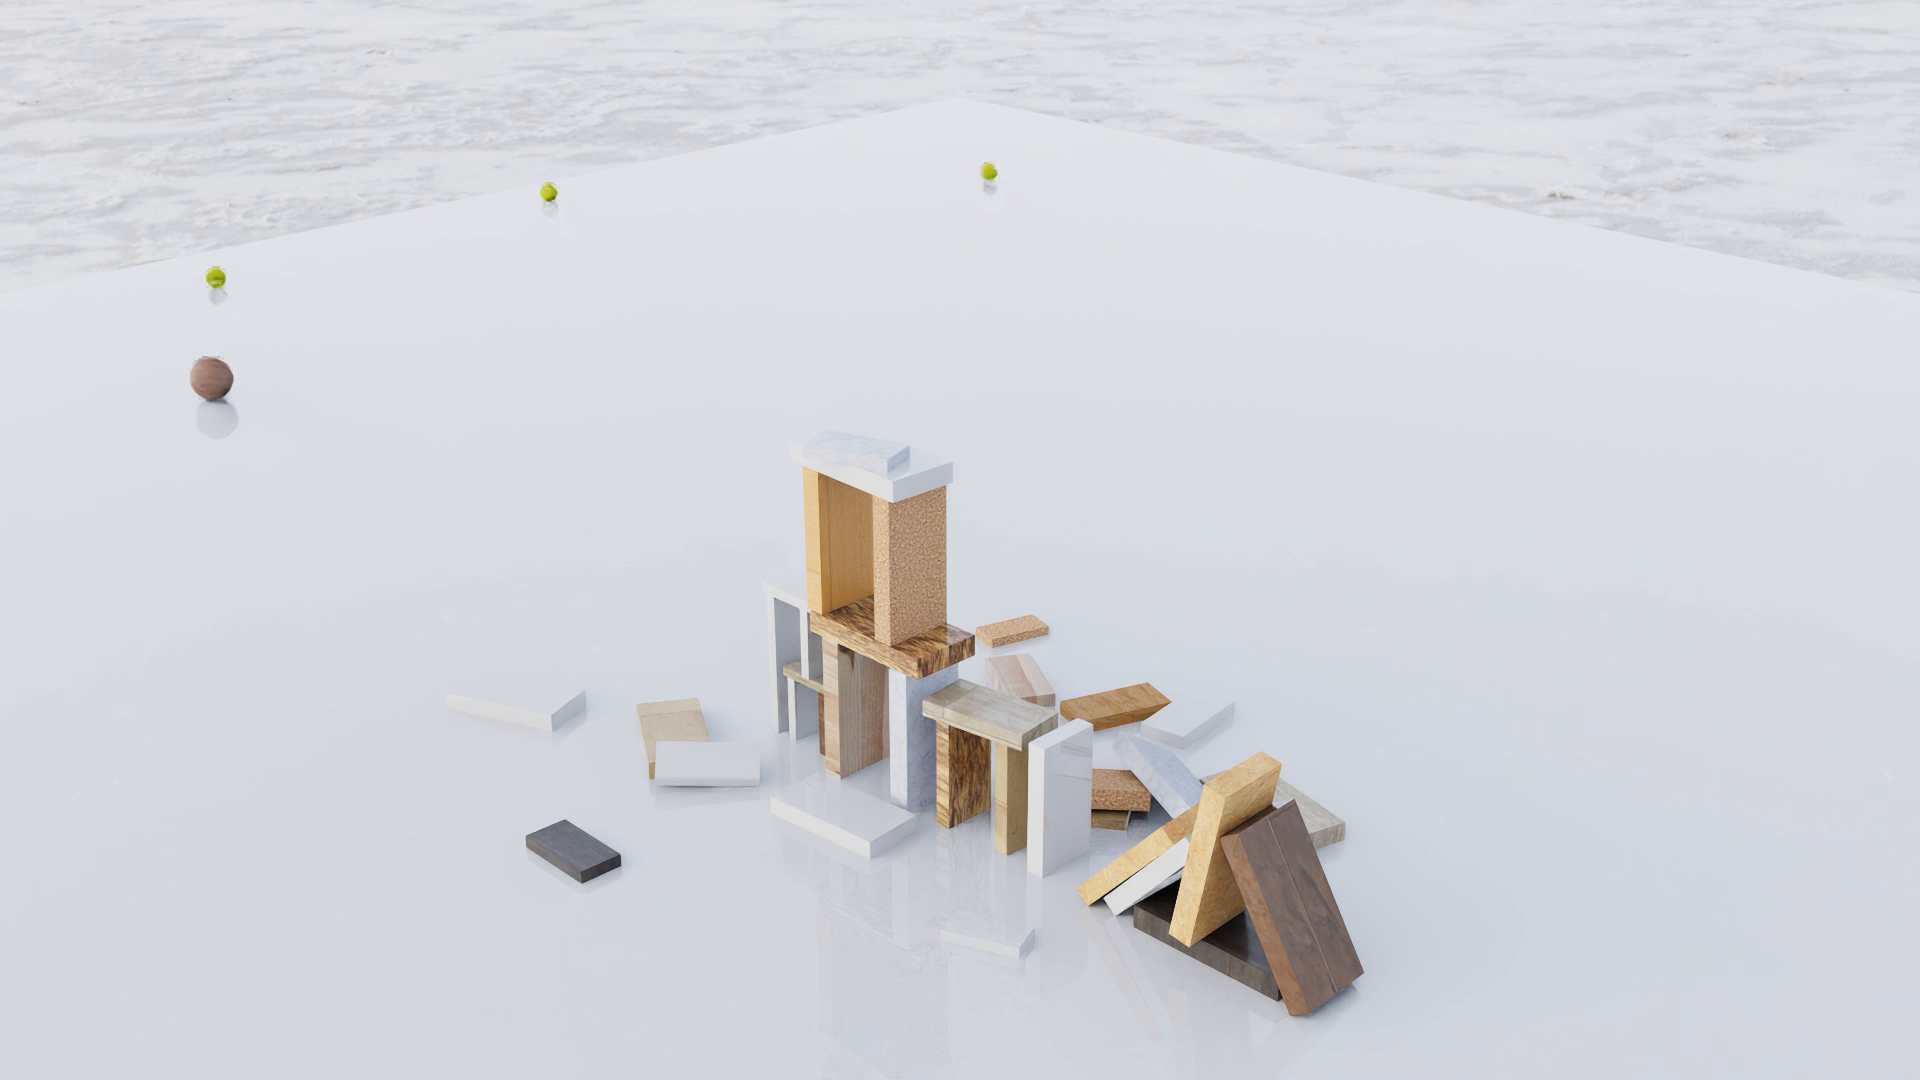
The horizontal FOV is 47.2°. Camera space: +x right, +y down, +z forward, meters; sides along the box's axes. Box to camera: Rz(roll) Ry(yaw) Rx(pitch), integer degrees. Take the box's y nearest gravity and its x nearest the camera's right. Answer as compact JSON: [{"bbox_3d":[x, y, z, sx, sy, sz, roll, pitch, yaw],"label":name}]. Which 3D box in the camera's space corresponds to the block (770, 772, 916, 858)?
[{"bbox_3d":[-0.235,0.550,4.414,0.274,0.039,0.137,19,29,37],"label":"block"}]

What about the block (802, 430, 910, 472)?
[{"bbox_3d":[-0.202,-0.174,4.292,0.187,0.027,0.094,11,26,24],"label":"block"}]

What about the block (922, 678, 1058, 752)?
[{"bbox_3d":[0.059,0.340,4.299,0.241,0.034,0.121,17,28,34],"label":"block"}]

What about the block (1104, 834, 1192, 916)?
[{"bbox_3d":[0.394,0.596,4.055,0.140,0.280,0.040,-22,73,-41],"label":"block"}]

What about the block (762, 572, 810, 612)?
[{"bbox_3d":[-0.336,0.111,4.637,0.158,0.022,0.079,21,31,41],"label":"block"}]

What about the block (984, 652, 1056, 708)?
[{"bbox_3d":[0.135,0.320,4.969,0.107,0.030,0.213,-6,24,-13],"label":"block"}]

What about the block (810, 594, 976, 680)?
[{"bbox_3d":[-0.138,0.188,4.447,0.159,0.045,0.318,-21,31,-40],"label":"block"}]

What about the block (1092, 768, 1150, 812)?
[{"bbox_3d":[0.238,0.503,4.467,0.289,0.041,0.144,3,11,1],"label":"block"}]

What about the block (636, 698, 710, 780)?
[{"bbox_3d":[-0.612,0.423,4.715,0.137,0.039,0.274,-5,24,-12],"label":"block"}]

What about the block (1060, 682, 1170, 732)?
[{"bbox_3d":[0.344,0.370,4.851,0.222,0.030,0.107,-10,25,-23],"label":"block"}]

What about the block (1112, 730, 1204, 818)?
[{"bbox_3d":[0.443,0.508,4.423,0.144,0.041,0.376,25,11,-28],"label":"block"}]

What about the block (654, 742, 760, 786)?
[{"bbox_3d":[-0.523,0.465,4.567,0.215,0.027,0.094,2,47,-6],"label":"block"}]

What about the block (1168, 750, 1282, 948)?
[{"bbox_3d":[0.471,0.550,3.912,0.047,0.334,0.167,31,36,33],"label":"block"}]

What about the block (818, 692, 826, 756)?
[{"bbox_3d":[-0.266,0.380,4.678,0.021,0.147,0.073,21,31,41],"label":"block"}]

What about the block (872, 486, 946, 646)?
[{"bbox_3d":[-0.098,0.038,4.341,0.157,0.313,0.044,-21,31,-41],"label":"block"}]

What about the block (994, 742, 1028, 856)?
[{"bbox_3d":[0.126,0.487,4.305,0.121,0.241,0.034,-18,29,-36],"label":"block"}]

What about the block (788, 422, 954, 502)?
[{"bbox_3d":[-0.177,-0.157,4.342,0.157,0.044,0.313,-20,30,-39],"label":"block"}]

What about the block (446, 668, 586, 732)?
[{"bbox_3d":[-0.985,0.353,4.880,0.274,0.039,0.137,10,25,22],"label":"block"}]

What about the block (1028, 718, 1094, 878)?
[{"bbox_3d":[0.193,0.497,4.232,0.040,0.280,0.140,21,31,40],"label":"block"}]

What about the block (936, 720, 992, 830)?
[{"bbox_3d":[0.008,0.446,4.401,0.034,0.241,0.121,21,31,40],"label":"block"}]

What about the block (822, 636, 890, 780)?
[{"bbox_3d":[-0.209,0.325,4.589,0.045,0.318,0.159,21,31,40],"label":"block"}]

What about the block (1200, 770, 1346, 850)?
[{"bbox_3d":[0.626,0.542,4.432,0.144,0.041,0.289,-13,26,-28],"label":"block"}]

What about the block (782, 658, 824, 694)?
[{"bbox_3d":[-0.300,0.289,4.677,0.147,0.021,0.073,21,31,41],"label":"block"}]

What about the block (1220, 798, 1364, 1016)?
[{"bbox_3d":[0.582,0.641,3.852,0.167,0.334,0.047,-23,1,-42],"label":"block"}]

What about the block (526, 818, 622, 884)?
[{"bbox_3d":[-0.756,0.607,4.296,0.094,0.027,0.187,-21,31,-40],"label":"block"}]

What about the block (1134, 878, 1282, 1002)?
[{"bbox_3d":[0.498,0.718,4.007,0.167,0.047,0.334,-21,31,-40],"label":"block"}]

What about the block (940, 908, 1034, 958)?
[{"bbox_3d":[0.051,0.721,4.033,0.156,0.022,0.078,10,25,22],"label":"block"}]

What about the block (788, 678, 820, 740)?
[{"bbox_3d":[-0.335,0.353,4.741,0.021,0.147,0.073,21,31,41],"label":"block"}]

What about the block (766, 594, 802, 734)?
[{"bbox_3d":[-0.373,0.256,4.740,0.022,0.326,0.079,21,31,41],"label":"block"}]

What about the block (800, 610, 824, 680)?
[{"bbox_3d":[-0.299,0.208,4.638,0.022,0.158,0.079,21,31,41],"label":"block"}]

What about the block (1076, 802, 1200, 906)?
[{"bbox_3d":[0.347,0.581,4.092,0.140,0.280,0.040,-24,76,-44],"label":"block"}]

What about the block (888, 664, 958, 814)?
[{"bbox_3d":[-0.072,0.384,4.449,0.045,0.318,0.159,19,29,37],"label":"block"}]

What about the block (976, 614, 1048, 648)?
[{"bbox_3d":[0.124,0.216,5.224,0.156,0.022,0.078,-12,26,-26],"label":"block"}]

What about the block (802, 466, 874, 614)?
[{"bbox_3d":[-0.242,-0.020,4.478,0.044,0.313,0.157,21,31,41],"label":"block"}]

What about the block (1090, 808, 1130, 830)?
[{"bbox_3d":[0.263,0.550,4.436,0.156,0.022,0.078,4,23,10],"label":"block"}]

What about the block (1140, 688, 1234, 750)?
[{"bbox_3d":[0.499,0.389,4.805,0.107,0.030,0.213,17,28,34],"label":"block"}]
